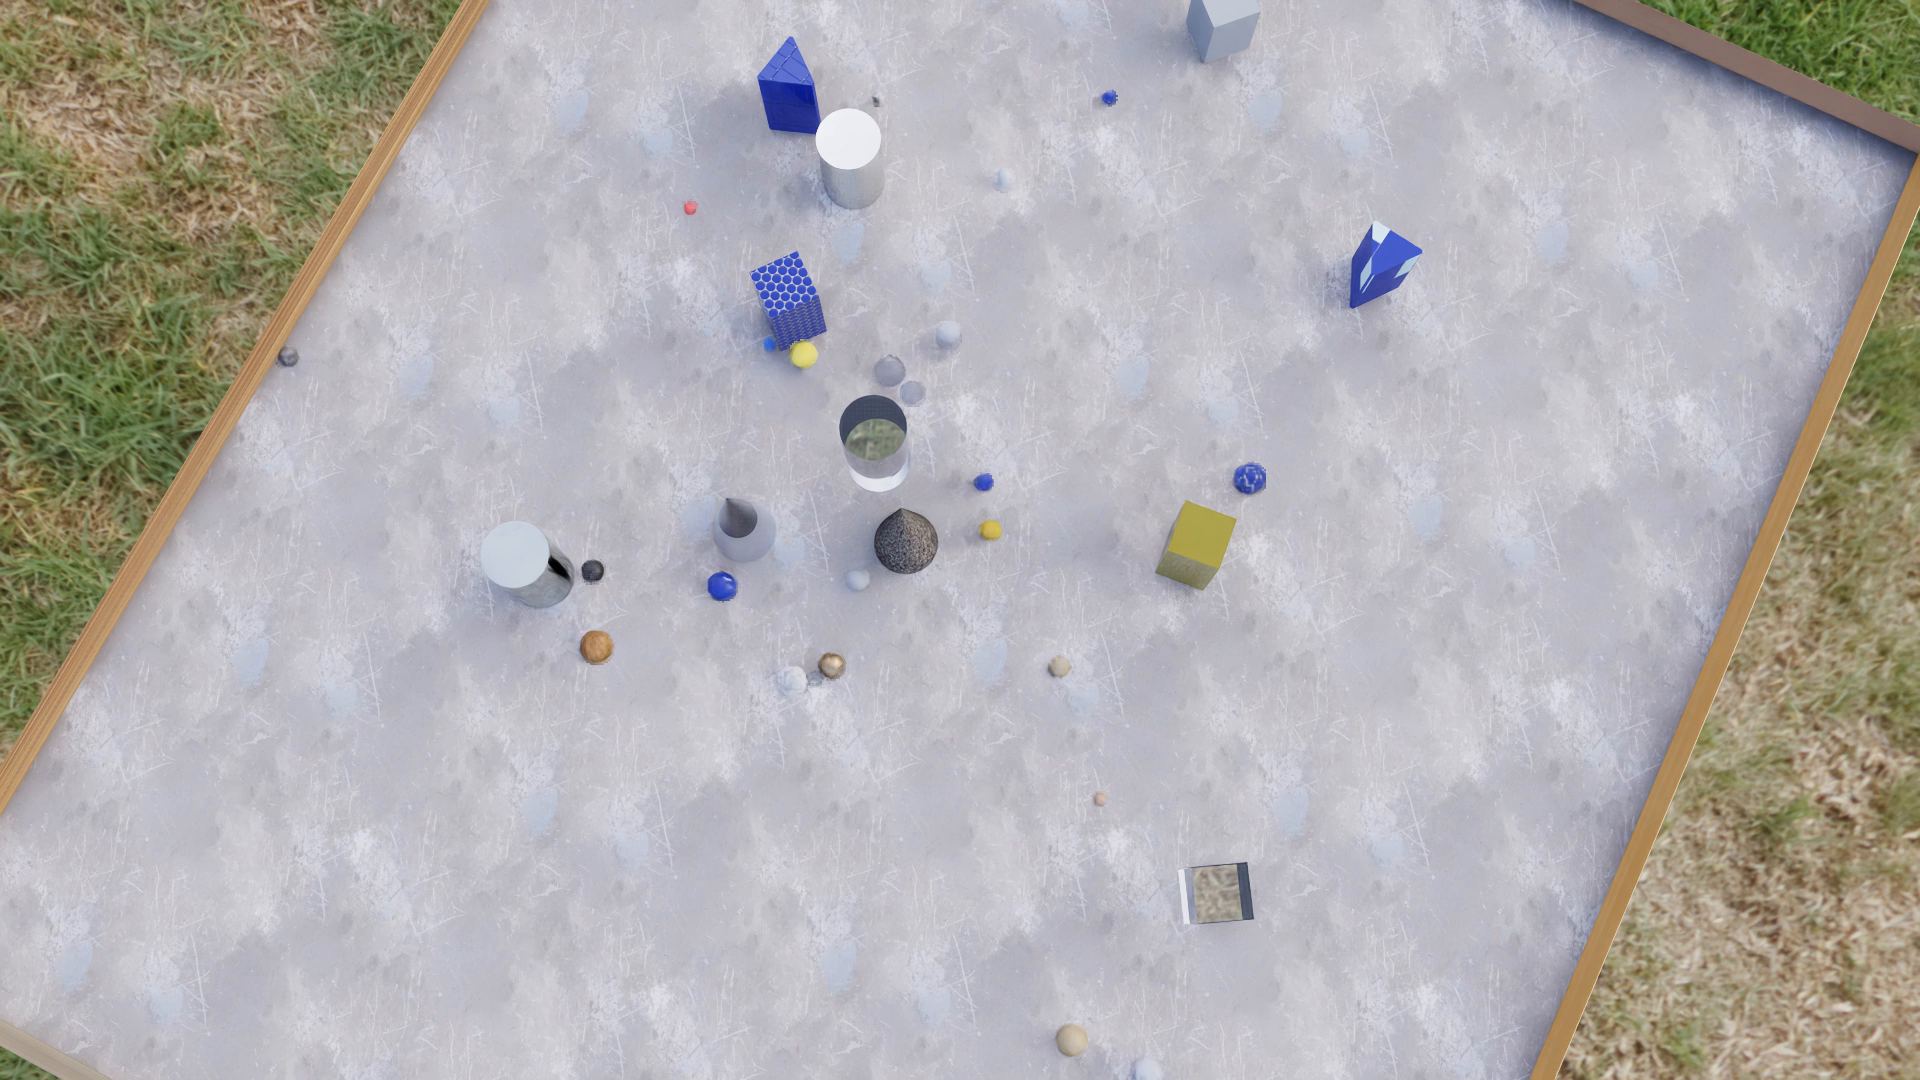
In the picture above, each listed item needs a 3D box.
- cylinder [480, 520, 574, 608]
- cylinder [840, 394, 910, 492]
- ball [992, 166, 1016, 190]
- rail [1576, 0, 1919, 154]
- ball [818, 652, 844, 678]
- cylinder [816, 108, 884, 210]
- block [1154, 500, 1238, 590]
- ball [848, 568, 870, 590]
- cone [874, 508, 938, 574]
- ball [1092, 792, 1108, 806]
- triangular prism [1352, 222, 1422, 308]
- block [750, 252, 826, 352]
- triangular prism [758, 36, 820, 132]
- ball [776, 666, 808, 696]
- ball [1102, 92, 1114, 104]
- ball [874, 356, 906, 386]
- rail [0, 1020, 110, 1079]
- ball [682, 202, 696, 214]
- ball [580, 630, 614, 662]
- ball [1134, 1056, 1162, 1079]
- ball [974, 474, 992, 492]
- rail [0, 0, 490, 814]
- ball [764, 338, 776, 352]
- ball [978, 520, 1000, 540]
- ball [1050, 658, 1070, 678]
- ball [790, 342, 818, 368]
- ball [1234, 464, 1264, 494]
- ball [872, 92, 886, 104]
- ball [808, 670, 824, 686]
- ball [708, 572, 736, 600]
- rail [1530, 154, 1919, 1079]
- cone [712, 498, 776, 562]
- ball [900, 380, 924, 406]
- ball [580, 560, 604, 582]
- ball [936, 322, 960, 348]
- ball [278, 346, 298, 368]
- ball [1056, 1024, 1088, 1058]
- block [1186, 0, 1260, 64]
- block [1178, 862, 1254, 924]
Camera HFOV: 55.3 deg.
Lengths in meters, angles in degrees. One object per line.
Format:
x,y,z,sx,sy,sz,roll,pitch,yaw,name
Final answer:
-1.274,0.076,5.420,0.197,0.353,0.197,0,78,0,cylinder
-0.250,-0.285,5.475,0.197,0.393,0.197,0,78,0,cylinder
0.139,-1.148,5.817,0.072,0.072,0.072,0,78,0,ball
1.121,-2.188,6.003,4.401,0.128,0.045,26,80,5,rail
-0.387,0.375,5.499,0.077,0.077,0.077,0,78,0,ball
-0.338,-1.181,5.698,0.197,0.319,0.197,0,78,0,cylinder
0.696,0.020,5.434,0.157,0.350,0.157,20,79,4,block
-0.307,0.118,5.556,0.071,0.071,0.071,0,78,0,ball
-0.165,-0.041,5.375,0.197,0.490,0.197,0,78,0,cone
0.415,0.768,5.436,0.043,0.043,0.043,0,78,0,ball
1.276,-0.862,5.640,0.170,0.304,0.148,-25,79,-5,triangular prism
-0.522,-0.726,5.600,0.157,0.326,0.157,-25,79,-5,block
-0.520,-1.423,5.728,0.170,0.358,0.148,6,78,1,triangular prism
-0.503,0.422,5.483,0.091,0.091,0.091,0,78,0,ball
0.477,-1.422,5.890,0.041,0.041,0.041,0,78,0,ball
-0.217,-0.523,5.675,0.097,0.097,0.097,0,78,0,ball
-1.121,2.202,5.095,4.401,0.128,0.045,26,80,5,rail
-0.858,-1.053,5.813,0.042,0.042,0.042,0,78,0,ball
-1.091,0.318,5.500,0.098,0.098,0.098,0,78,0,ball
0.538,1.523,5.261,0.079,0.079,0.079,0,78,0,ball
0.069,-0.176,5.626,0.053,0.053,0.053,0,78,0,ball
-1.947,-0.947,5.746,0.045,0.128,5.060,26,80,5,rail
-0.593,-0.611,5.722,0.041,0.041,0.041,0,78,0,ball
0.089,-0.029,5.590,0.063,0.063,0.063,0,78,0,ball
0.302,0.383,5.506,0.062,0.062,0.062,0,78,0,ball
-0.484,-0.575,5.693,0.083,0.083,0.083,0,78,0,ball
0.884,-0.187,5.606,0.096,0.096,0.096,0,78,0,ball
-0.261,-1.420,5.890,0.041,0.041,0.041,0,78,0,ball
-0.435,0.417,5.505,0.049,0.049,0.049,0,78,0,ball
-0.722,0.138,5.545,0.086,0.086,0.086,0,78,0,ball
1.947,0.960,5.352,0.045,0.128,5.060,26,80,5,rail
-0.661,-0.074,5.400,0.197,0.455,0.197,0,78,0,cone
-0.149,-0.455,5.672,0.076,0.076,0.076,0,78,0,ball
-1.114,0.094,5.561,0.071,0.071,0.071,0,78,0,ball
-0.037,-0.639,5.708,0.080,0.080,0.080,0,78,0,ball
-2.091,-0.569,5.702,0.064,0.064,0.064,0,78,0,ball
0.323,1.440,5.271,0.092,0.092,0.092,0,78,0,ball
0.836,-1.667,5.837,0.157,0.244,0.157,-20,79,-4,block
0.730,1.013,5.245,0.157,0.316,0.157,-5,78,-1,block
